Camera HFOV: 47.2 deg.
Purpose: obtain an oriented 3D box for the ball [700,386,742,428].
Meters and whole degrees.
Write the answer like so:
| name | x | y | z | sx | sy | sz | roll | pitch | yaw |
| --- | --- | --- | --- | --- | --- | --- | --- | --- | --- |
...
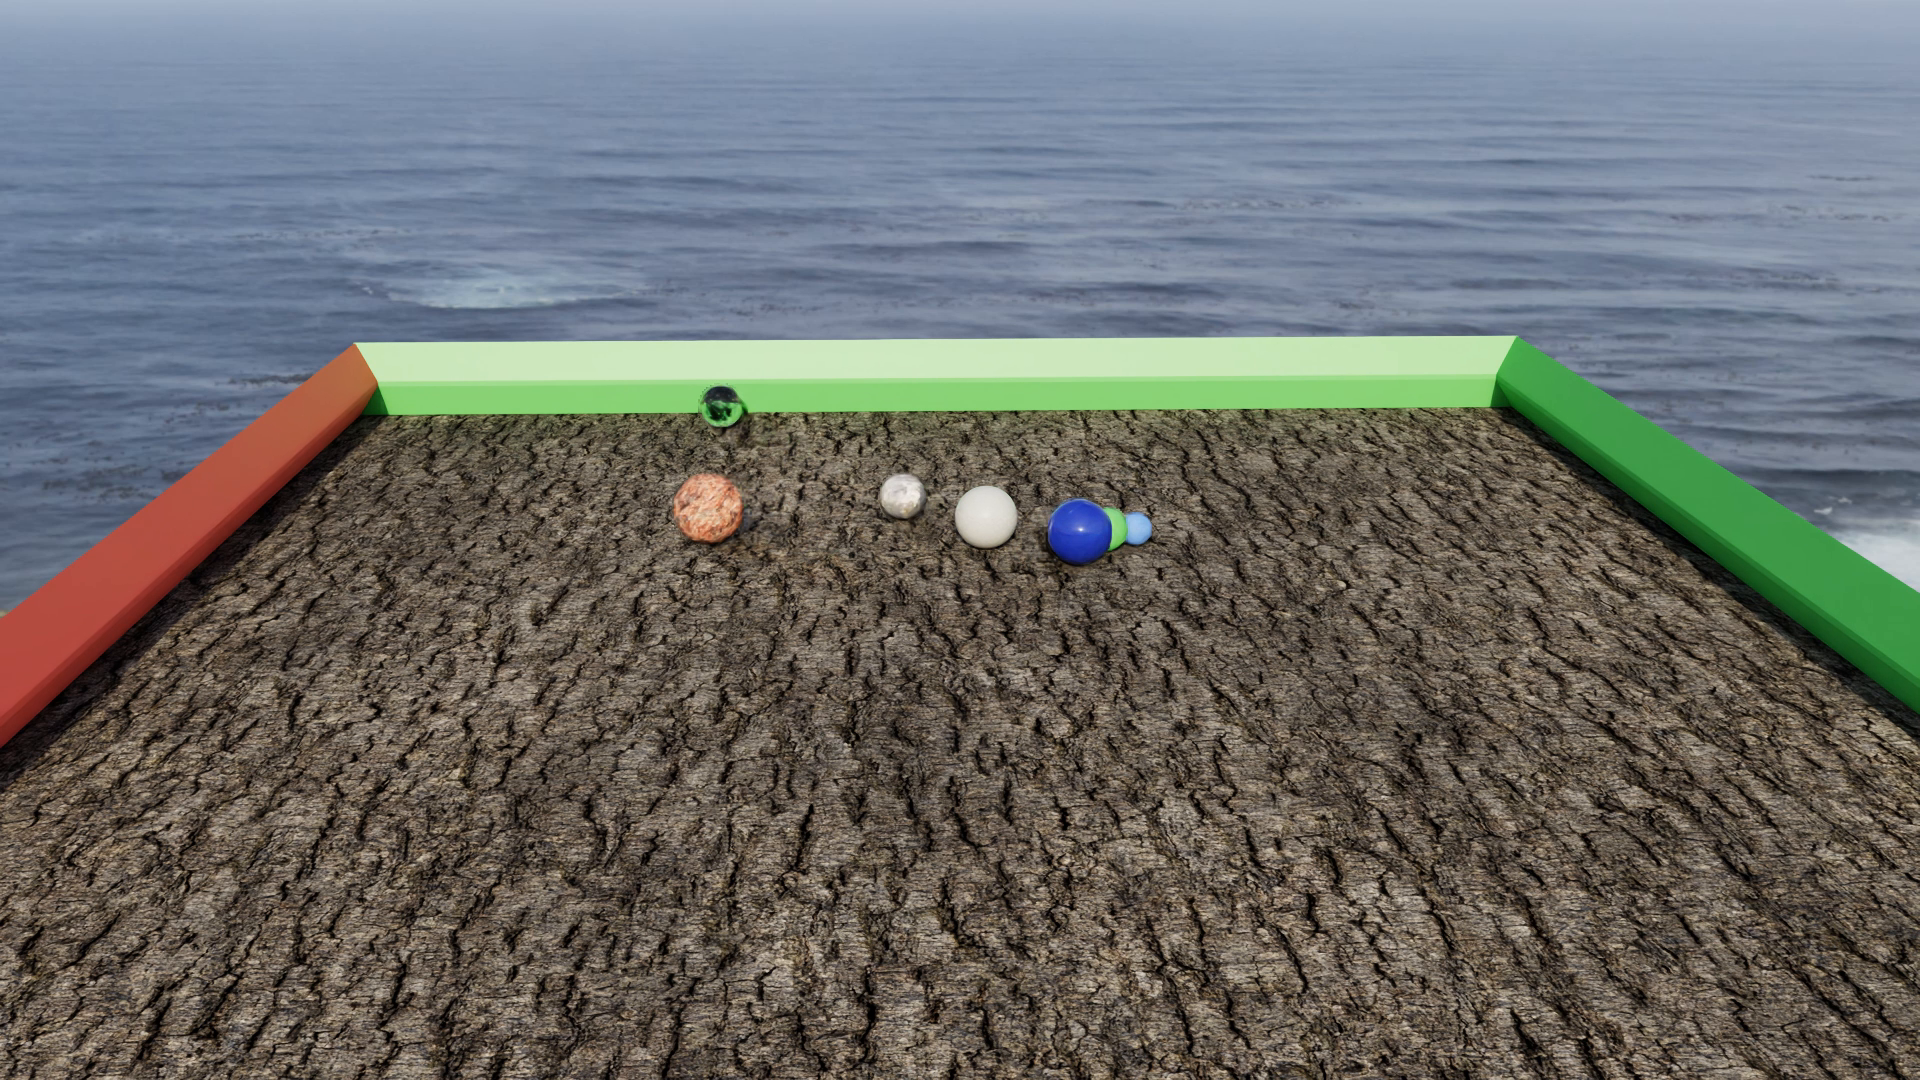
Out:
| name | x | y | z | sx | sy | sz | roll | pitch | yaw |
| --- | --- | --- | --- | --- | --- | --- | --- | --- | --- |
| ball | -0.395 | -0.221 | 3.639 | 0.071 | 0.071 | 0.071 | 0 | 15 | 0 |

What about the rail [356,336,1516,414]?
| name | x | y | z | sx | sy | sz | roll | pitch | yaw |
| --- | --- | --- | --- | --- | --- | --- | --- | --- | --- |
| rail | -0.032 | -0.276 | 3.735 | 1.981 | 0.122 | 0.045 | -1 | 15 | -2 |

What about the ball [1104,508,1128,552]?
| name | x | y | z | sx | sy | sz | roll | pitch | yaw |
| --- | --- | --- | --- | --- | --- | --- | --- | --- | --- |
| ball | 0.193 | -0.014 | 2.913 | 0.058 | 0.058 | 0.058 | 0 | 15 | 0 |

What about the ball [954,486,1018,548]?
| name | x | y | z | sx | sy | sz | roll | pitch | yaw |
| --- | --- | --- | --- | --- | --- | --- | --- | --- | --- |
| ball | 0.035 | -0.030 | 2.923 | 0.084 | 0.084 | 0.084 | 0 | 15 | 0 |

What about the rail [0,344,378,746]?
| name | x | y | z | sx | sy | sz | roll | pitch | yaw |
| --- | --- | --- | --- | --- | --- | --- | --- | --- | --- |
| rail | -0.933 | 0.240 | 1.872 | 0.045 | 0.122 | 3.852 | -1 | 15 | -2 |

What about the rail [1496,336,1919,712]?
| name | x | y | z | sx | sy | sz | roll | pitch | yaw |
| --- | --- | --- | --- | --- | --- | --- | --- | --- | --- |
| rail | 0.999 | 0.222 | 1.935 | 0.045 | 0.122 | 3.852 | -1 | 15 | -2 |

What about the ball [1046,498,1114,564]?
| name | x | y | z | sx | sy | sz | roll | pitch | yaw |
| --- | --- | --- | --- | --- | --- | --- | --- | --- | --- |
| ball | 0.155 | -0.010 | 2.849 | 0.086 | 0.086 | 0.086 | 0 | 15 | 0 |

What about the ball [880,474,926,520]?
| name | x | y | z | sx | sy | sz | roll | pitch | yaw |
| --- | --- | --- | --- | --- | --- | --- | --- | --- | --- |
| ball | -0.079 | -0.061 | 3.072 | 0.063 | 0.063 | 0.063 | 0 | 15 | 0 |

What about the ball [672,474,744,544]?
| name | x | y | z | sx | sy | sz | roll | pitch | yaw |
| --- | --- | --- | --- | --- | --- | --- | --- | --- | --- |
| ball | -0.337 | -0.041 | 2.944 | 0.094 | 0.094 | 0.094 | 0 | 15 | 0 |

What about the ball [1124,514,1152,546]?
| name | x | y | z | sx | sy | sz | roll | pitch | yaw |
| --- | --- | --- | --- | --- | --- | --- | --- | --- | --- |
| ball | 0.235 | -0.014 | 2.941 | 0.044 | 0.044 | 0.044 | 0 | 15 | 0 |
